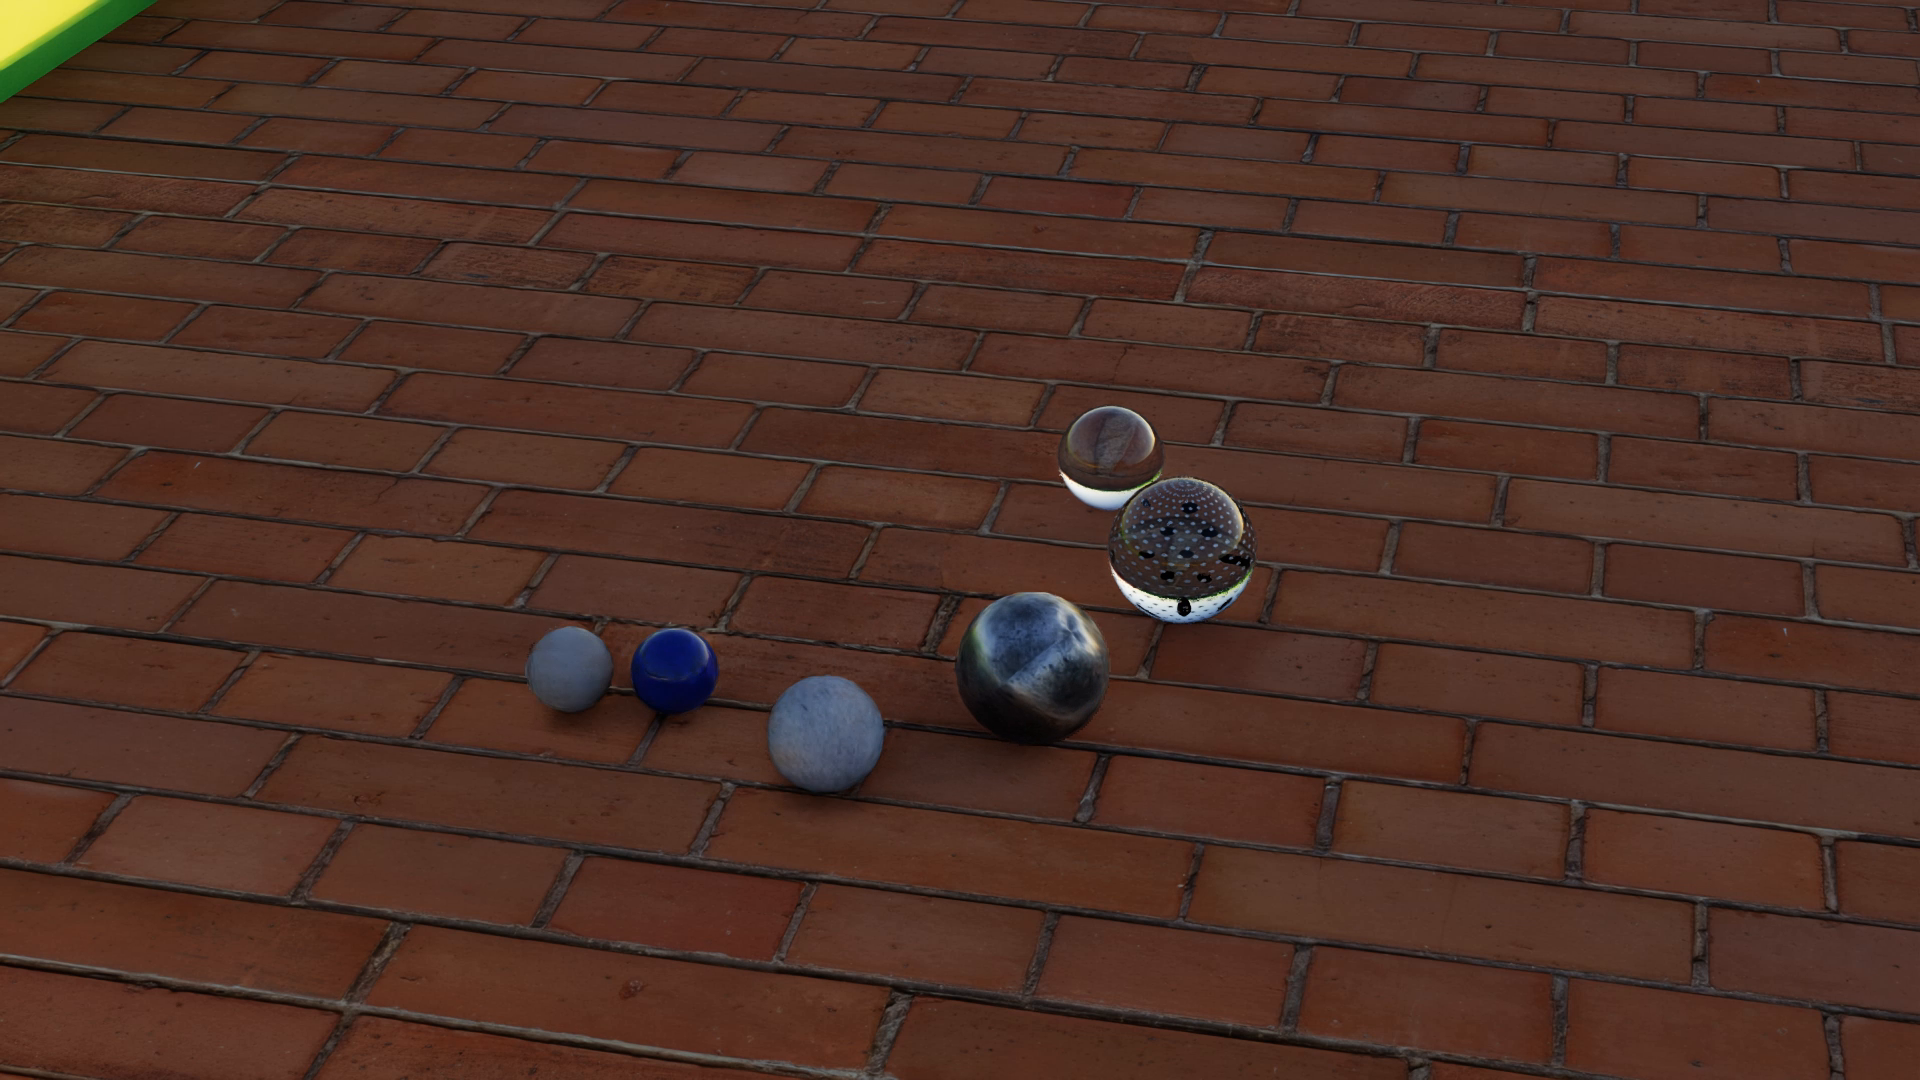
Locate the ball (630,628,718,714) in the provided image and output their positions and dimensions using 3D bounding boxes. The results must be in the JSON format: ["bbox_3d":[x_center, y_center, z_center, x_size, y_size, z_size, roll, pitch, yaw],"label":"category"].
[{"bbox_3d":[-0.158,0.072,1.626,0.048,0.048,0.048,0,28,0],"label":"ball"}]

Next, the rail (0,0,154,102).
[{"bbox_3d":[-0.764,-0.505,2.650,0.045,0.112,3.378,6,28,11],"label":"rail"}]

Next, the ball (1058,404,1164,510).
[{"bbox_3d":[0.095,-0.051,1.842,0.066,0.066,0.066,0,28,0],"label":"ball"}]

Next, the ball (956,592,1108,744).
[{"bbox_3d":[0.039,0.069,1.595,0.083,0.083,0.083,0,28,0],"label":"ball"}]

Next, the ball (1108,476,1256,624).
[{"bbox_3d":[0.129,0.006,1.713,0.086,0.086,0.086,0,28,0],"label":"ball"}]

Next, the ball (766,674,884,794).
[{"bbox_3d":[-0.071,0.102,1.554,0.062,0.062,0.062,0,28,0],"label":"ball"}]

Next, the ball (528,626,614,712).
[{"bbox_3d":[-0.216,0.072,1.629,0.047,0.047,0.047,0,28,0],"label":"ball"}]
